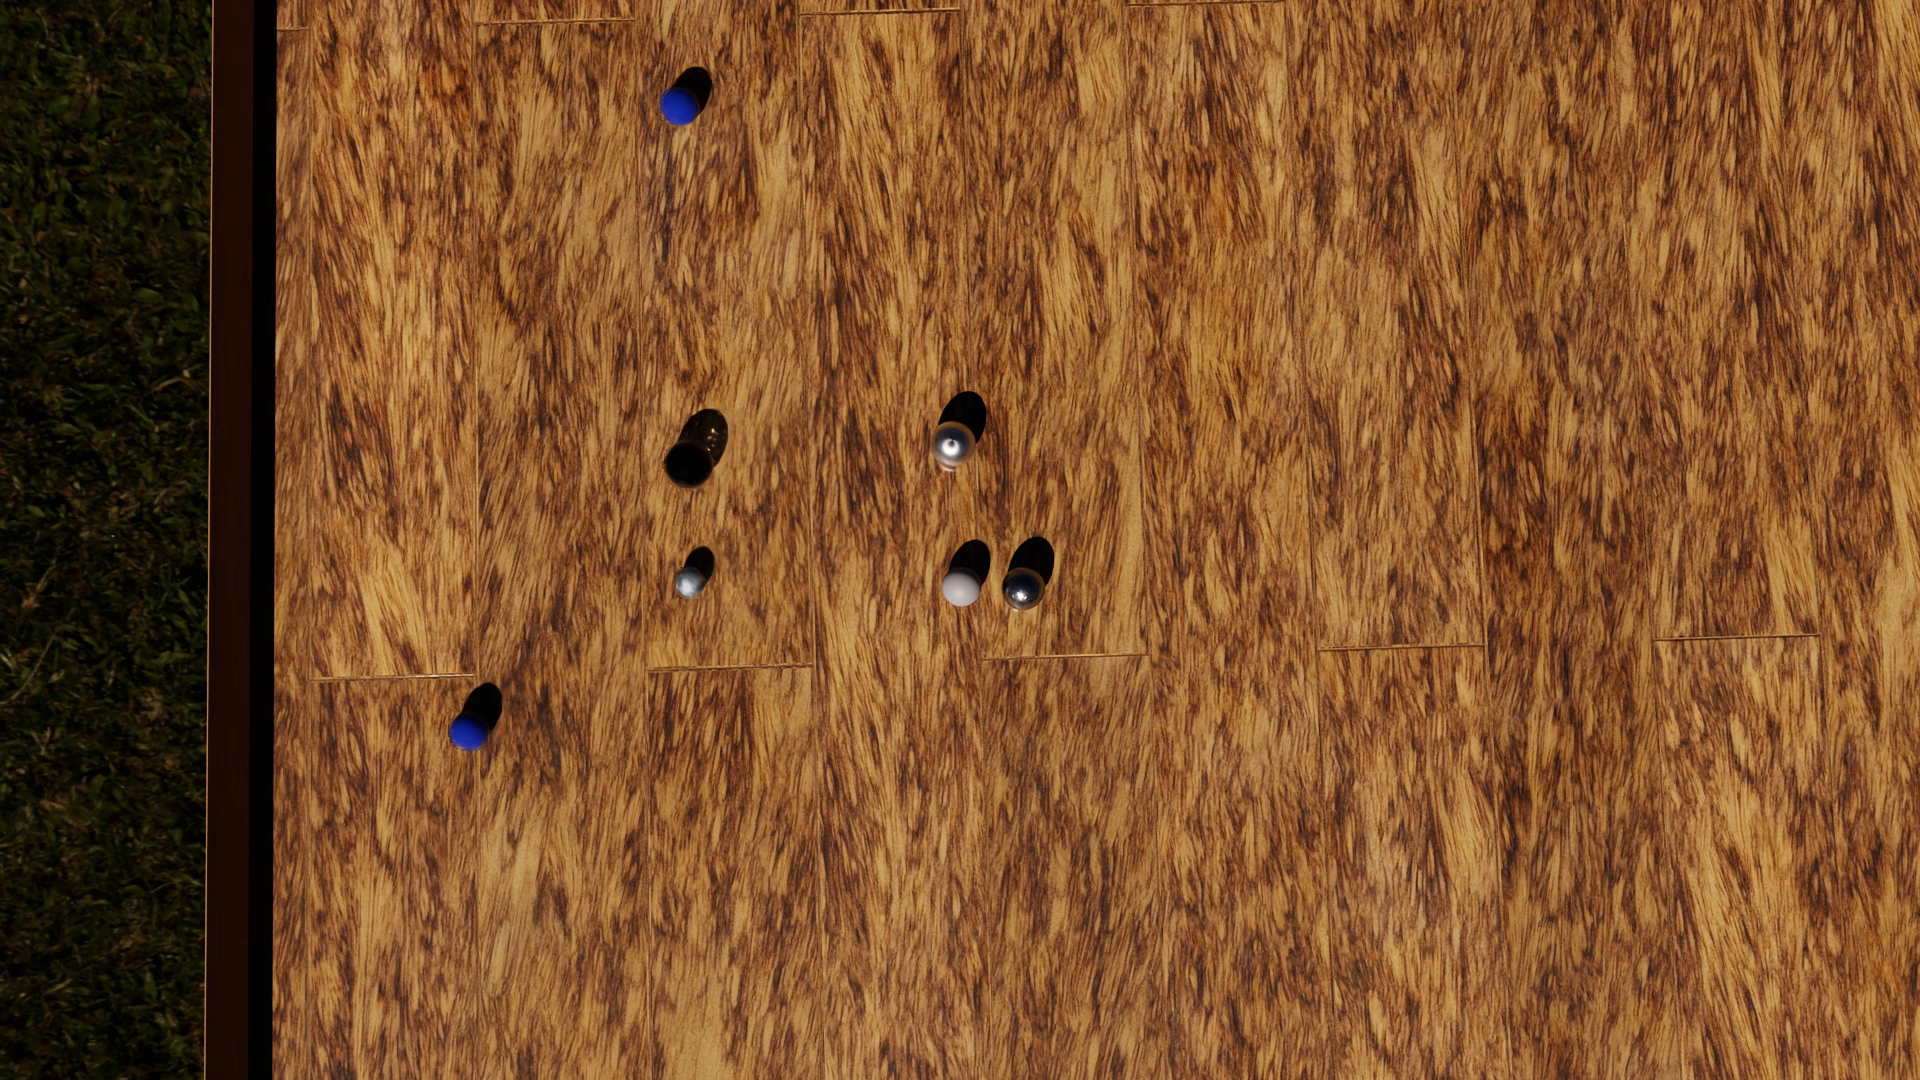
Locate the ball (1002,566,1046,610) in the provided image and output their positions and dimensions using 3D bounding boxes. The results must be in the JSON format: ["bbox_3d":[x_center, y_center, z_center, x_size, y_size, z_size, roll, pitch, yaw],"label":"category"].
[{"bbox_3d":[0.094,0.071,3.249,0.065,0.065,0.065,0,84,0],"label":"ball"}]

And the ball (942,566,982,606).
[{"bbox_3d":[0.003,0.069,3.252,0.059,0.059,0.059,0,84,0],"label":"ball"}]

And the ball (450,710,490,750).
[{"bbox_3d":[-0.720,0.279,3.230,0.056,0.056,0.056,0,84,0],"label":"ball"}]

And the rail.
[{"bbox_3d":[-1.068,0.030,3.238,0.045,0.094,2.354,-2,84,0],"label":"rail"}]

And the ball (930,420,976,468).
[{"bbox_3d":[-0.011,-0.143,3.270,0.069,0.069,0.069,0,84,0],"label":"ball"}]

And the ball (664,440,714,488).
[{"bbox_3d":[-0.402,-0.113,3.265,0.073,0.073,0.073,0,84,0],"label":"ball"}]

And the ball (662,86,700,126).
[{"bbox_3d":[-0.424,-0.657,3.333,0.059,0.059,0.059,0,84,0],"label":"ball"}]

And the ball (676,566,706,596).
[{"bbox_3d":[-0.399,0.062,3.260,0.044,0.044,0.044,0,84,0],"label":"ball"}]
